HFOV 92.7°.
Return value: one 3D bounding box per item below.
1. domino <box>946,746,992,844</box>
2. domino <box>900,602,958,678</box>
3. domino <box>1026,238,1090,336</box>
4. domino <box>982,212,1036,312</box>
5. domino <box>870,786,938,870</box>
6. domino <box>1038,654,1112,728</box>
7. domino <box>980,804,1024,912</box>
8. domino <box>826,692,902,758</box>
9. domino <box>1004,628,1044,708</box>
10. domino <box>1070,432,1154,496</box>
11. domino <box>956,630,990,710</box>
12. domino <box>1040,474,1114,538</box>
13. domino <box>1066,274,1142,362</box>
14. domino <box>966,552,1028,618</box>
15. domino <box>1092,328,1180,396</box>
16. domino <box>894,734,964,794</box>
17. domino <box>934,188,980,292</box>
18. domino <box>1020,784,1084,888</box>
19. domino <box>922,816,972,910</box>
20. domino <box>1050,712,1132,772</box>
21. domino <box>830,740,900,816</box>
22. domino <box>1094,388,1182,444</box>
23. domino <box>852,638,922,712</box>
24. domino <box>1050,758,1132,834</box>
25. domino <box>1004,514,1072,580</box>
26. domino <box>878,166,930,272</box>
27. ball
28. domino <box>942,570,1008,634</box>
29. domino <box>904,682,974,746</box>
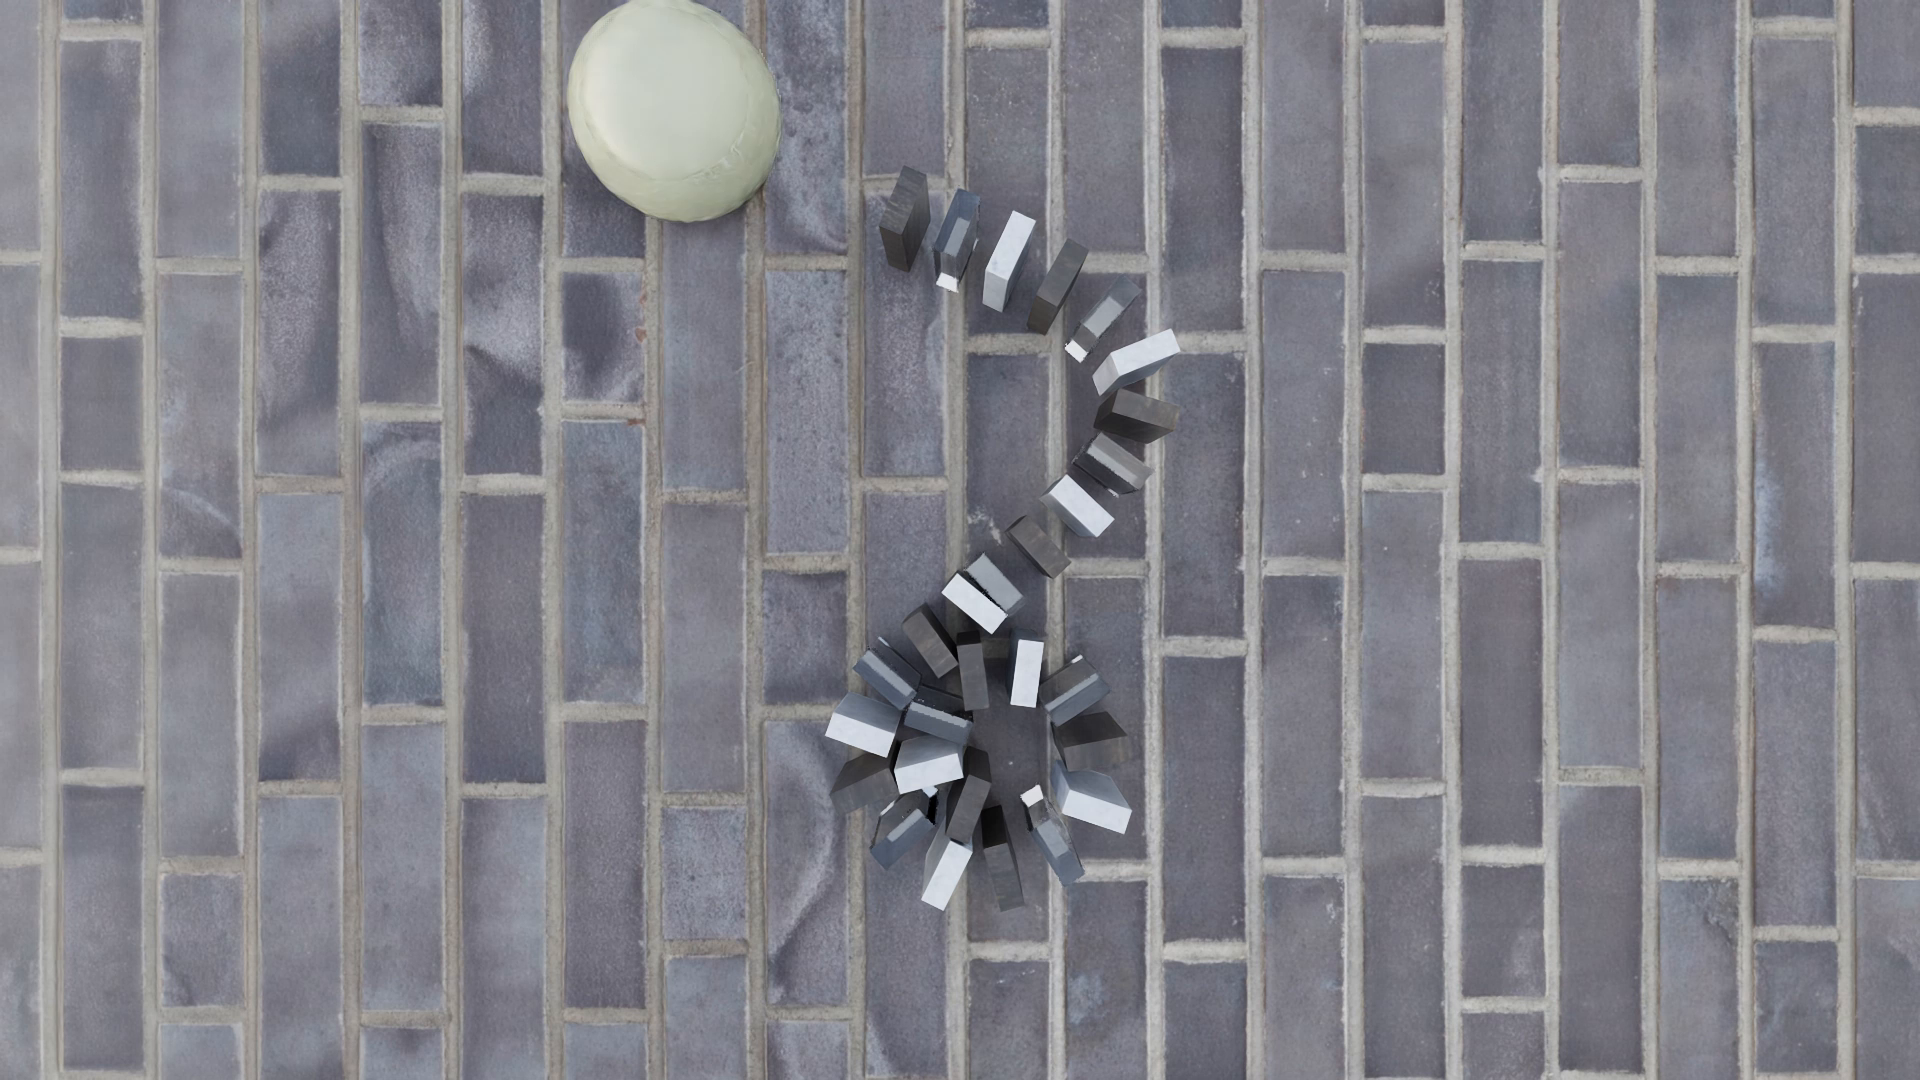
[{"bbox_3d":[0.003,0.103,0.375,0.009,0.050,0.025,21,90,0],"label":"domino"},{"bbox_3d":[-0.012,0.040,0.375,0.009,0.050,0.025,-36,90,0],"label":"domino"},{"bbox_3d":[0.039,-0.102,0.375,0.010,0.050,0.025,30,90,0],"label":"domino"},{"bbox_3d":[0.019,-0.113,0.375,0.009,0.050,0.025,25,90,0],"label":"domino"},{"bbox_3d":[-0.022,0.114,0.375,0.025,0.050,0.009,-42,90,0],"label":"domino"},{"bbox_3d":[0.045,0.061,0.375,0.025,0.050,0.009,-33,90,0],"label":"domino"},{"bbox_3d":[0.017,0.129,0.375,0.010,0.050,0.025,-16,90,0],"label":"domino"},{"bbox_3d":[-0.038,0.075,0.375,0.025,0.050,0.009,20,90,0],"label":"domino"},{"bbox_3d":[0.026,0.051,0.375,0.010,0.050,0.025,7,90,0],"label":"domino"},{"bbox_3d":[0.061,-0.030,0.375,0.025,0.050,0.010,36,90,0],"label":"domino"},{"bbox_3d":[0.005,0.052,0.375,0.010,0.050,0.025,-7,90,0],"label":"domino"},{"bbox_3d":[0.047,-0.013,0.375,0.025,0.050,0.009,43,90,0],"label":"domino"},{"bbox_3d":[0.058,-0.090,0.375,0.009,0.050,0.025,42,90,0],"label":"domino"},{"bbox_3d":[0.014,0.017,0.375,0.009,0.050,0.025,-43,90,0],"label":"domino"},{"bbox_3d":[0.071,-0.072,0.375,0.025,0.050,0.010,-22,90,0],"label":"domino"},{"bbox_3d":[-0.012,0.089,0.375,0.025,0.050,0.009,-15,90,0],"label":"domino"},{"bbox_3d":[-0.001,-0.121,0.375,0.010,0.050,0.025,22,90,0],"label":"domino"},{"bbox_3d":[0.037,0.120,0.375,0.009,0.050,0.025,-32,90,0],"label":"domino"},{"bbox_3d":[-0.005,0.128,0.375,0.009,0.050,0.025,26,90,0],"label":"domino"},{"bbox_3d":[0.053,0.082,0.375,0.025,0.050,0.009,-11,90,0],"label":"domino"},{"bbox_3d":[-0.037,0.096,0.375,0.025,0.050,0.009,-25,90,0],"label":"domino"},{"bbox_3d":[0.071,-0.050,0.375,0.025,0.050,0.010,17,90,0],"label":"domino"},{"bbox_3d":[-0.029,0.054,0.375,0.025,0.050,0.010,41,90,0],"label":"domino"},{"bbox_3d":[0.052,0.104,0.375,0.025,0.050,0.009,18,90,0],"label":"domino"},{"bbox_3d":[0.031,0.003,0.375,0.010,0.050,0.025,-43,90,0],"label":"domino"},{"bbox_3d":[-0.022,-0.130,0.375,0.010,0.050,0.025,23,90,0],"label":"domino"},{"bbox_3d":[-0.111,-0.167,0.360,0.080,0.080,0.080,0,90,0],"label":"ball"},{"bbox_3d":[0.006,0.024,0.375,0.025,0.050,0.010,40,90,0],"label":"domino"},{"bbox_3d":[-0.008,0.070,0.375,0.025,0.050,0.009,19,90,0],"label":"domino"}]
